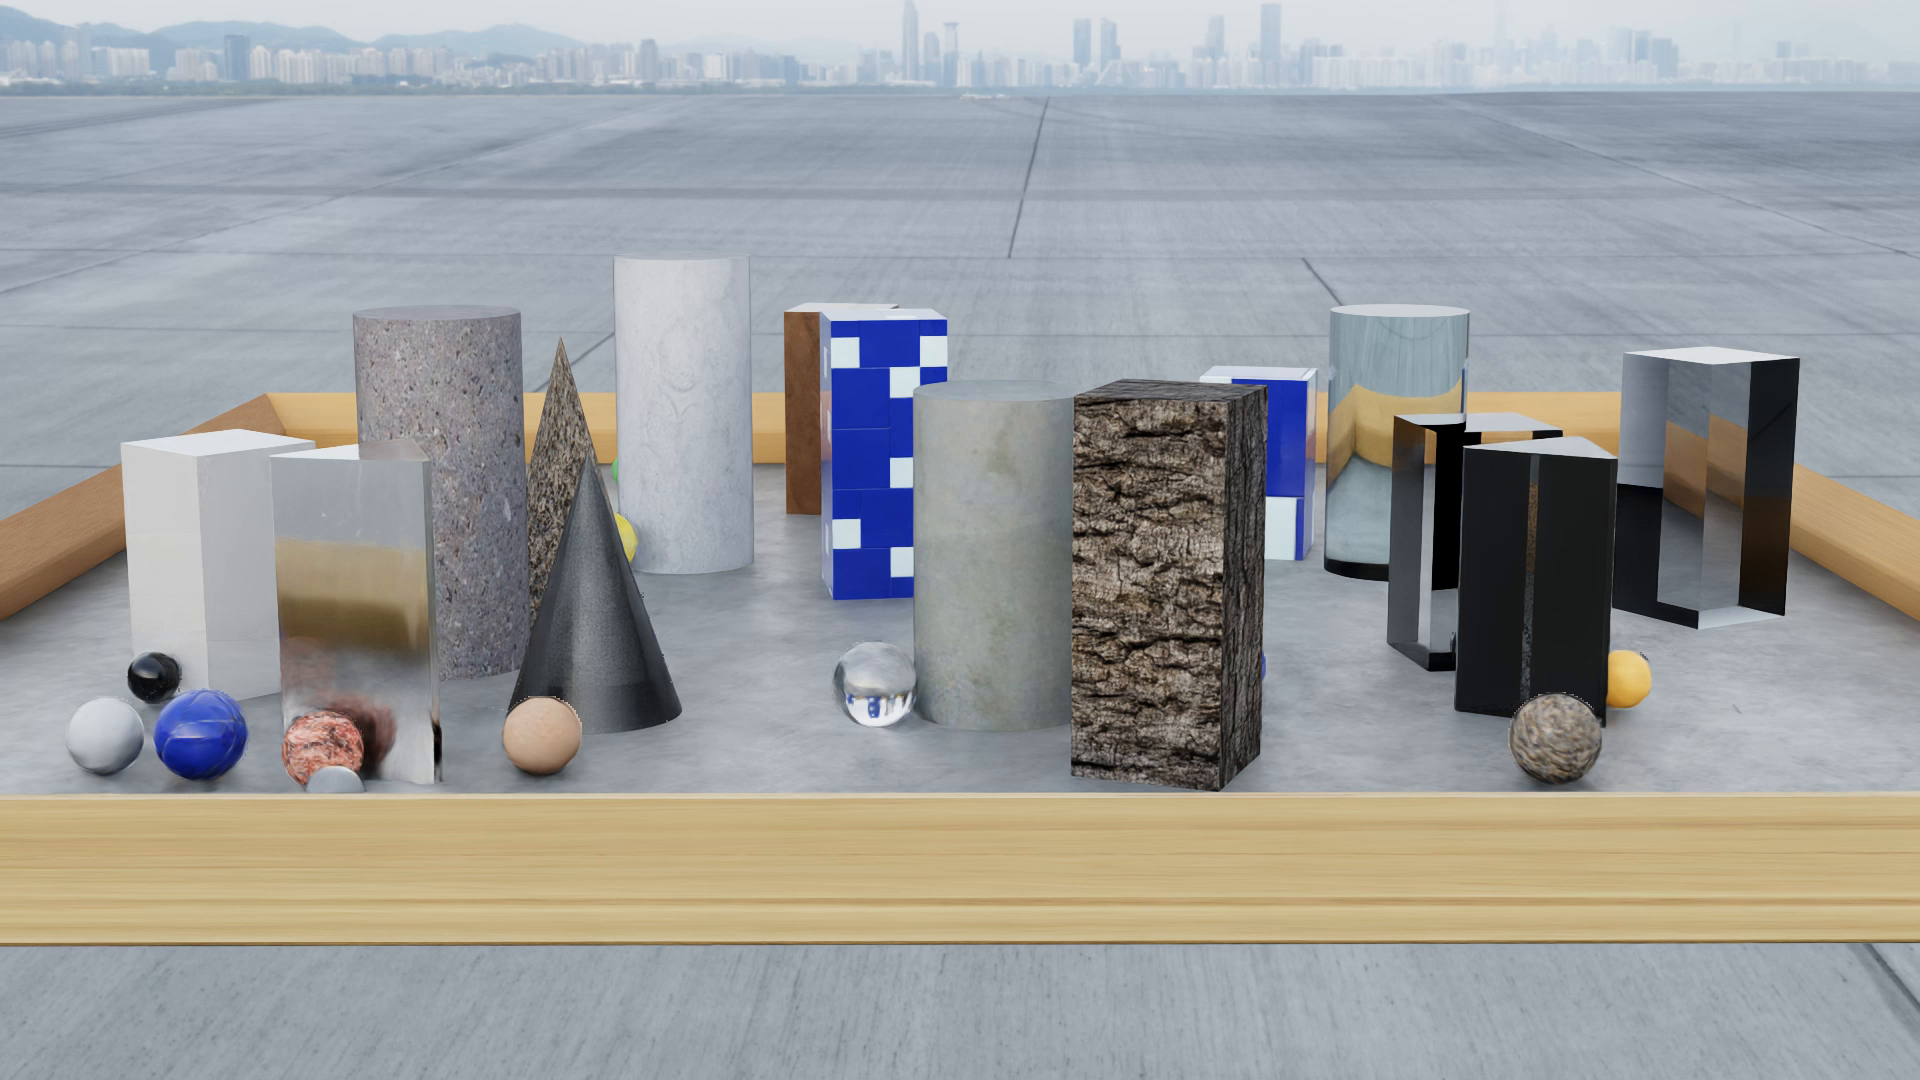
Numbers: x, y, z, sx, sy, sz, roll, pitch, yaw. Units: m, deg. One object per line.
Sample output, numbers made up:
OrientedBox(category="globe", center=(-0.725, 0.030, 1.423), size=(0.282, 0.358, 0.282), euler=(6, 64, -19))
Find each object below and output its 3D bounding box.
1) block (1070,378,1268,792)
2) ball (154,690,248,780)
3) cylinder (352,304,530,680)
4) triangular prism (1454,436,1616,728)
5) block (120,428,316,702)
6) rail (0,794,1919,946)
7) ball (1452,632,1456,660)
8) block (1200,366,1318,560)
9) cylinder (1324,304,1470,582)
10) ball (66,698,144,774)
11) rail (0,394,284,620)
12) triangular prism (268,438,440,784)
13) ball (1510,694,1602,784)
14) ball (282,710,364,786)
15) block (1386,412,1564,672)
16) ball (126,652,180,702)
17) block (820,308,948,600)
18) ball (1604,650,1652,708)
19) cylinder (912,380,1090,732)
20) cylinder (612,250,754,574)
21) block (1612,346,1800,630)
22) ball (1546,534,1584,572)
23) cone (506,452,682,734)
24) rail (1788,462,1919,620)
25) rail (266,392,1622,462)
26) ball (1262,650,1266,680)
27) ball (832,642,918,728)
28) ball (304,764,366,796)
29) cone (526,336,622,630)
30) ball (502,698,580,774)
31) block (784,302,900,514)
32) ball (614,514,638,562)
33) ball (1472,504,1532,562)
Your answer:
OrientedBox(category="block", center=(0.219, 0.042, 2.672), size=(0.159, 0.397, 0.159), euler=(4, 11, 21))
OrientedBox(category="ball", center=(-0.783, 0.201, 2.645), size=(0.093, 0.093, 0.093), euler=(0, 10, 0))
OrientedBox(category="cylinder", center=(-0.631, -0.062, 3.136), size=(0.199, 0.433, 0.199), euler=(0, 10, 0))
OrientedBox(category="triangular prism", center=(0.678, 0.041, 2.932), size=(0.172, 0.304, 0.149), euler=(6, 12, 30))
OrientedBox(category="block", center=(-0.871, 0.028, 3.037), size=(0.159, 0.291, 0.159), euler=(9, 14, 41))
OrientedBox(category="rail", center=(0.008, 0.271, 2.164), size=(2.552, 0.129, 0.045), euler=(0, 10, 0))
OrientedBox(category="ball", center=(0.631, 0.128, 3.087), size=(0.077, 0.077, 0.077), euler=(0, 10, 0))
OrientedBox(category="block", center=(0.452, -0.119, 3.894), size=(0.159, 0.270, 0.159), euler=(2, 11, 13))
OrientedBox(category="cylinder", center=(0.634, -0.144, 3.729), size=(0.199, 0.379, 0.199), euler=(0, 10, 0))
OrientedBox(category="ball", center=(-0.890, 0.204, 2.670), size=(0.079, 0.079, 0.079), euler=(0, 10, 0))
OrientedBox(category="rail", center=(-1.252, 0.035, 3.442), size=(0.045, 0.129, 2.661), euler=(0, 10, 0))
OrientedBox(category="triangular prism", center=(-0.604, 0.069, 2.696), size=(0.172, 0.335, 0.149), euler=(2, 11, 12))
OrientedBox(category="ball", center=(0.611, 0.204, 2.632), size=(0.092, 0.092, 0.092), euler=(0, 10, 0))
OrientedBox(category="ball", center=(-0.648, 0.214, 2.608), size=(0.081, 0.081, 0.081), euler=(0, 10, 0))
OrientedBox(category="block", center=(0.636, -0.001, 3.186), size=(0.159, 0.294, 0.159), euler=(-2, 11, -9))
OrientedBox(category="ball", center=(-0.933, 0.159, 2.969), size=(0.059, 0.059, 0.059), euler=(0, 10, 0))
OrientedBox(category="block", center=(-0.108, -0.123, 3.596), size=(0.159, 0.386, 0.159), euler=(-2, 11, -8))
OrientedBox(category="ball", center=(0.753, 0.158, 2.918), size=(0.067, 0.067, 0.067), euler=(0, 10, 0))
OrientedBox(category="cylinder", center=(0.047, 0.013, 2.907), size=(0.199, 0.368, 0.199), euler=(0, 10, 0))
OrientedBox(category="cylinder", center=(-0.406, -0.192, 3.782), size=(0.199, 0.453, 0.199), euler=(0, 10, 0))
OrientedBox(category="block", center=(0.995, -0.074, 3.432), size=(0.159, 0.348, 0.159), euler=(-6, 12, -29))
OrientedBox(category="ball", center=(0.882, 0.019, 3.741), size=(0.054, 0.054, 0.054), euler=(0, 10, 0))
OrientedBox(category="cone", center=(-0.417, 0.048, 2.901), size=(0.199, 0.302, 0.199), euler=(0, 10, 0))
OrientedBox(category="rail", center=(1.252, 0.032, 3.456), size=(0.045, 0.129, 2.661), euler=(0, 10, 0))
OrientedBox(category="rail", center=(-0.008, -0.204, 4.733), size=(2.552, 0.129, 0.045), euler=(0, 10, 0))
OrientedBox(category="ball", center=(0.311, 0.145, 2.969), size=(0.087, 0.087, 0.087), euler=(0, 10, 0))
OrientedBox(category="ball", center=(-0.094, 0.161, 2.856), size=(0.096, 0.096, 0.096), euler=(0, 10, 0))
OrientedBox(category="ball", center=(-0.608, 0.248, 2.491), size=(0.058, 0.058, 0.058), euler=(0, 10, 0))
OrientedBox(category="cone", center=(-0.525, -0.084, 3.405), size=(0.199, 0.379, 0.199), euler=(0, 10, 0))
OrientedBox(category="ball", center=(-0.435, 0.204, 2.668), size=(0.080, 0.080, 0.080), euler=(0, 10, 0))
OrientedBox(category="block", center=(-0.194, -0.219, 4.256), size=(0.159, 0.333, 0.159), euler=(2, 11, 10))
OrientedBox(category="ball", center=(-0.511, 0.004, 3.706), size=(0.089, 0.089, 0.089), euler=(0, 10, 0))
OrientedBox(category="ball", center=(0.806, -0.011, 3.815), size=(0.085, 0.085, 0.085), euler=(0, 10, 0))
